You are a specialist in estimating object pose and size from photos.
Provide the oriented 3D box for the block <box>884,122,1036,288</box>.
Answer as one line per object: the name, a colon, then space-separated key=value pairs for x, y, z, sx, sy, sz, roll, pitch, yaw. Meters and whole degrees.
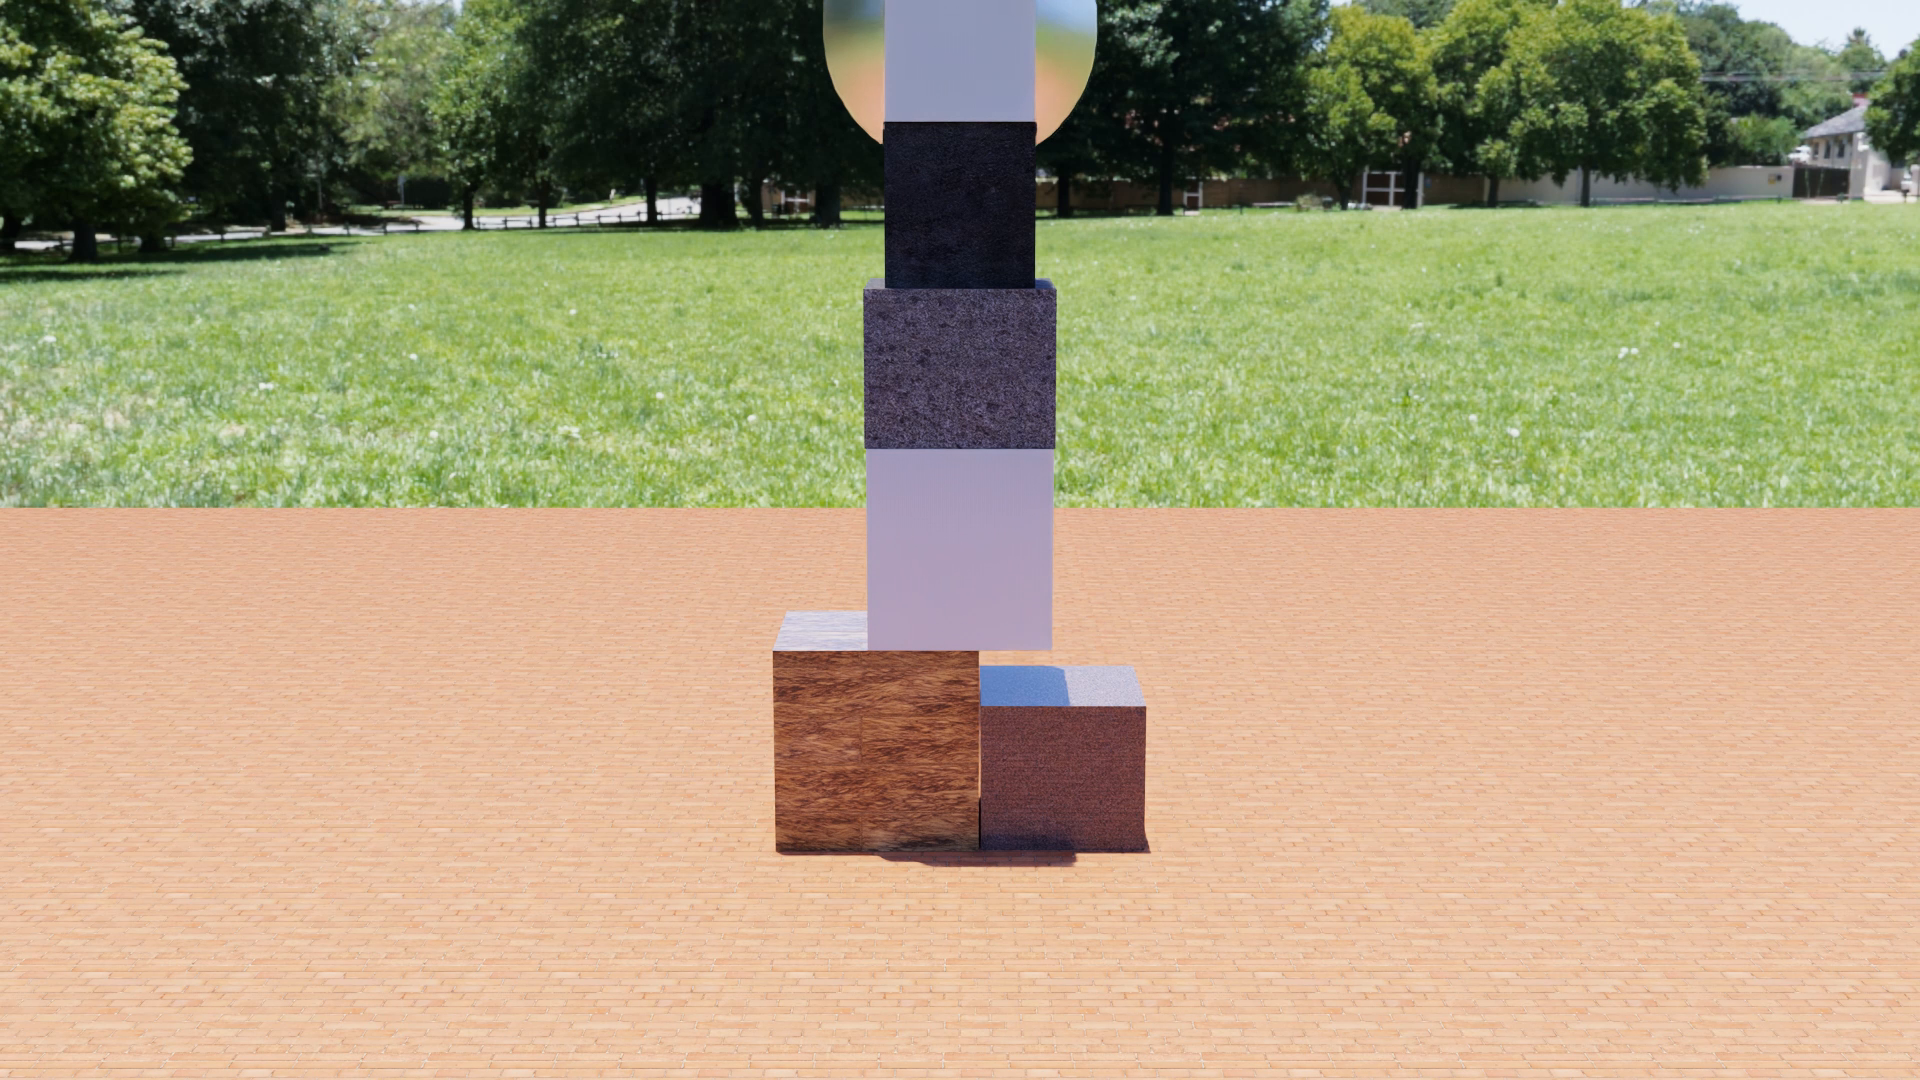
block: x=0.000 y=-1.666 z=10.881 sx=0.723 sy=0.789 sz=0.740 roll=0 pitch=10 yaw=0

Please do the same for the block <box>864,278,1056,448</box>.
block: x=0.000 y=-0.900 z=11.025 sx=0.927 sy=0.771 sz=0.882 roll=0 pitch=10 yaw=0

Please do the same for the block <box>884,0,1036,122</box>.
block: x=0.000 y=-2.441 z=10.730 sx=0.713 sy=0.789 sz=0.758 roll=0 pitch=10 yaw=0

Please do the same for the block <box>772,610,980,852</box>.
block: x=-0.414 y=0.967 z=11.366 sx=1.016 sy=1.030 sz=0.926 roll=0 pitch=10 yaw=0

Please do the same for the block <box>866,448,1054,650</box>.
block: x=0.000 y=-0.031 z=11.189 sx=0.910 sy=0.998 sz=0.934 roll=0 pitch=10 yaw=0

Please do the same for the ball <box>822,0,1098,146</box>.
ball: x=0.000 y=-2.955 z=12.751 sx=1.600 sy=1.600 sz=1.600 roll=0 pitch=10 yaw=0

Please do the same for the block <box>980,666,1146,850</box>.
block: x=0.513 y=1.112 z=11.366 sx=0.819 sy=0.745 sz=0.854 roll=0 pitch=10 yaw=0
